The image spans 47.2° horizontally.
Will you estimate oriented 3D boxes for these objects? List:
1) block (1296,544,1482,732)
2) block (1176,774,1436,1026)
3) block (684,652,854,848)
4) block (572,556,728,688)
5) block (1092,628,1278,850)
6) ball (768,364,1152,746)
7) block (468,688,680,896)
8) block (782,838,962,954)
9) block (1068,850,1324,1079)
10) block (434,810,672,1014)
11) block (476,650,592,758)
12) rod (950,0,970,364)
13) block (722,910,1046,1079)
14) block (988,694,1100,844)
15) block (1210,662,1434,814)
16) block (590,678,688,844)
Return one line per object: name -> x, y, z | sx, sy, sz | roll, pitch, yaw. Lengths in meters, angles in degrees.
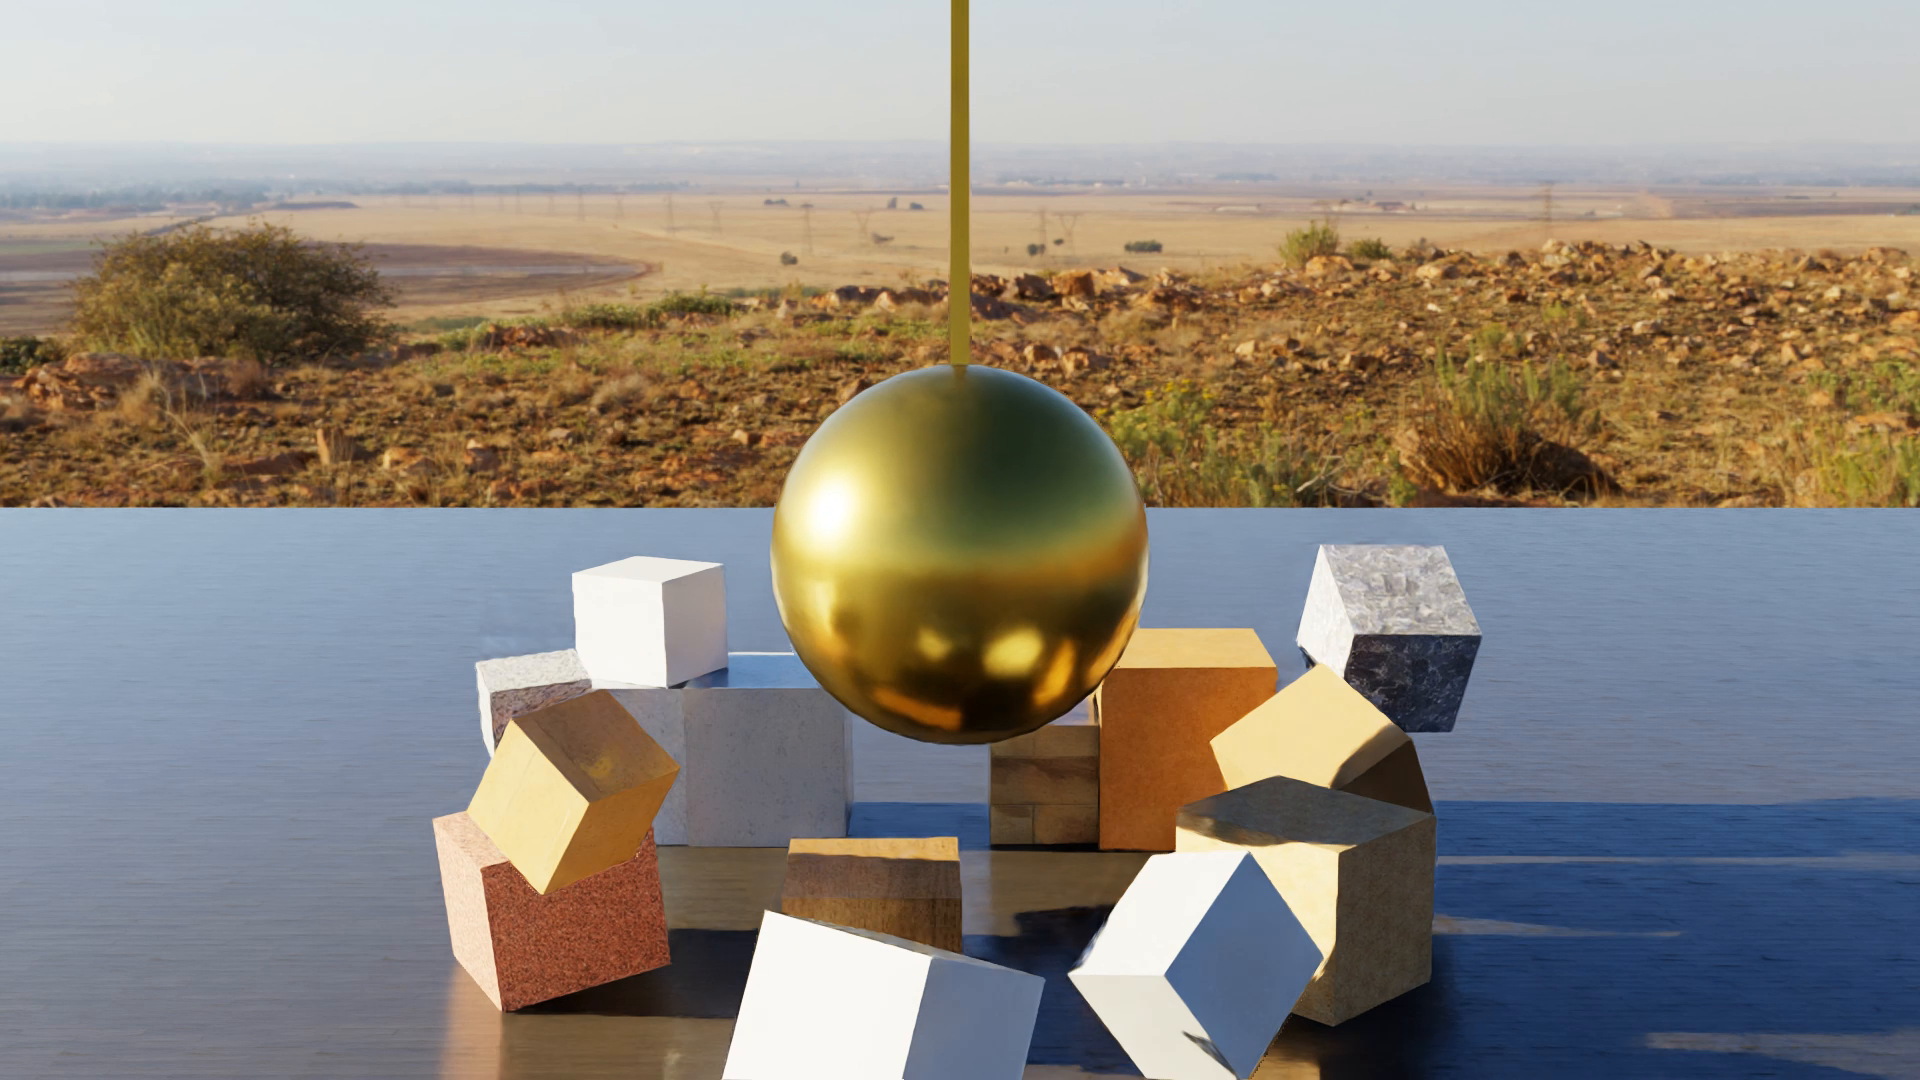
block -> 2.198, 0.505, 11.347 | 0.658, 0.656, 0.721 | 1, 38, -8
block -> 1.451, 1.496, 9.283 | 0.687, 0.730, 0.831 | -10, 15, -43
block -> -0.971, 1.071, 11.374 | 0.794, 0.823, 0.773 | 0, 10, 0
block -> -1.579, 0.409, 11.250 | 0.572, 0.535, 0.512 | 5, 12, 31
block -> 1.128, 1.013, 11.367 | 0.867, 0.940, 0.881 | 0, 10, 0
ball -> 0.000, 0.064, 9.244 | 1.600, 1.600, 1.600 | 0, 10, 0
block -> -1.495, 0.968, 8.513 | 0.471, 0.505, 0.500 | 43, 32, 21
block -> -0.346, 1.623, 8.810 | 0.689, 0.654, 0.739 | 0, 10, -2
block -> 0.887, 1.593, 8.234 | 0.518, 0.554, 0.634 | -13, 29, 51
block -> -1.742, 1.495, 9.367 | 0.734, 0.632, 0.733 | -12, 15, -26
block -> -1.907, 0.759, 9.893 | 0.446, 0.369, 0.431 | -7, 17, -18
rod -> 0.000, -3.300, 9.736 | 0.080, 5.200, 0.080 | 0, -8, 0
block -> -0.264, 1.720, 7.399 | 0.684, 0.727, 0.735 | 8, -10, 34
block -> 0.423, 1.175, 11.377 | 0.543, 0.618, 0.634 | 0, 10, 0
block -> 1.711, 1.137, 10.358 | 0.672, 0.620, 0.677 | -34, 41, -10
block -> -1.740, 1.078, 11.383 | 0.729, 0.807, 0.716 | 0, 10, 0
